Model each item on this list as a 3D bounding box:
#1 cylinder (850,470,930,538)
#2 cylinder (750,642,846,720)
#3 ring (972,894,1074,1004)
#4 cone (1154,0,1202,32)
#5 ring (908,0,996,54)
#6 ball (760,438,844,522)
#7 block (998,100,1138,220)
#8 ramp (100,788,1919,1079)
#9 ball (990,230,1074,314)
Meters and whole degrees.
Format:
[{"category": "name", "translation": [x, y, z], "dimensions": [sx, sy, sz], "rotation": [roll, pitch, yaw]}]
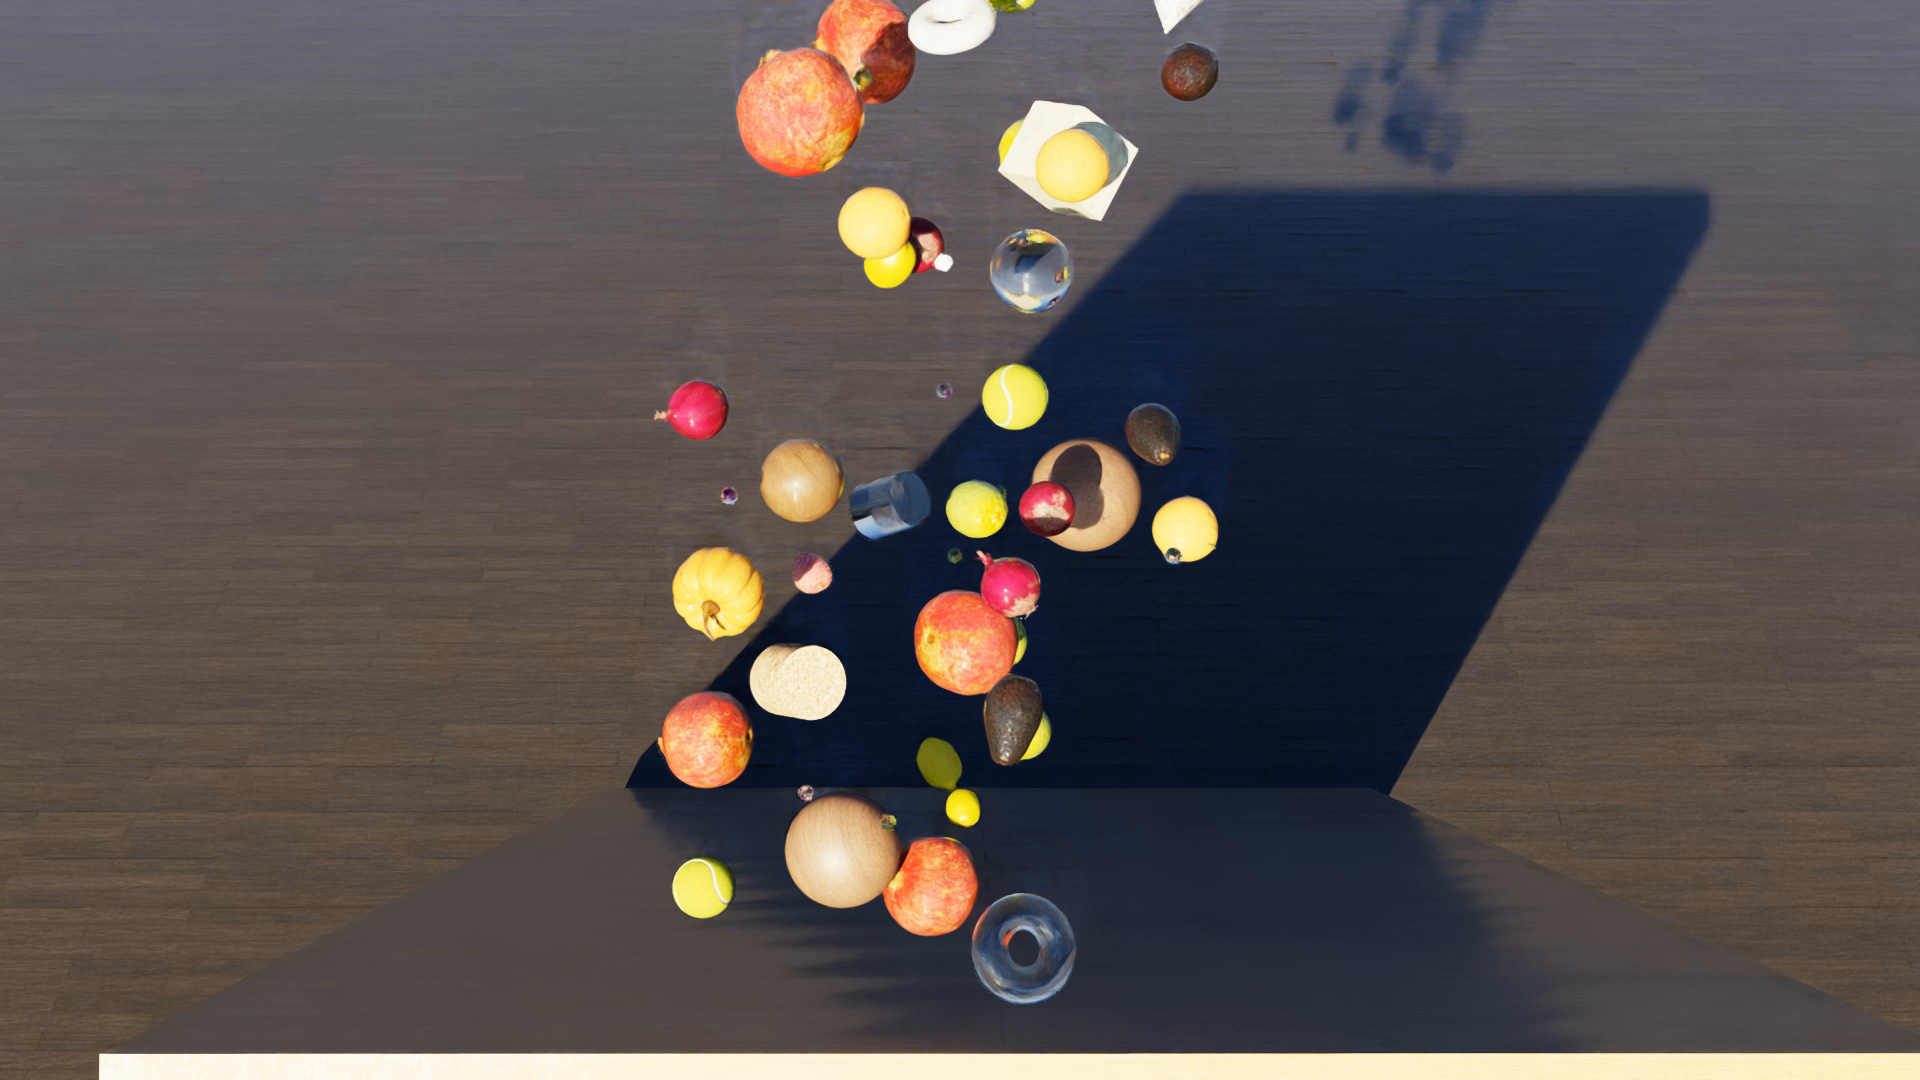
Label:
[{"category": "cylinder", "translation": [-0.073, -0.037, 2.709], "dimensions": [0.060, 0.060, 0.060], "rotation": [-16, 19, 40]}, {"category": "cylinder", "translation": [-0.181, 0.158, 2.901], "dimensions": [0.082, 0.082, 0.082], "rotation": [-18, 8, -25]}, {"category": "ring", "translation": [0.071, 0.454, 2.884], "dimensions": [0.123, 0.123, 0.041], "rotation": [-18, -5, -24]}, {"category": "cone", "translation": [0.204, -0.513, 2.474], "dimensions": [0.078, 0.078, 0.078], "rotation": [9, 63, 13]}, {"category": "ring", "translation": [-0.008, -0.493, 2.476], "dimensions": [0.086, 0.029, 0.086], "rotation": [-9, 39, 7]}, {"category": "ball", "translation": [-0.158, -0.060, 2.601], "dimensions": [0.086, 0.086, 0.086], "rotation": [0, 34, 0]}, {"category": "block", "translation": [0.111, -0.389, 2.658], "dimensions": [0.084, 0.084, 0.084], "rotation": [21, 81, 53]}, {"category": "ramp", "translation": [0.075, 0.651, 4.787], "dimensions": [2.000, 0.100, 4.000], "rotation": [0, -1, 0]}, {"category": "ball", "translation": [0.070, -0.261, 2.522], "dimensions": [0.081, 0.081, 0.081], "rotation": [0, 34, 0]}]
